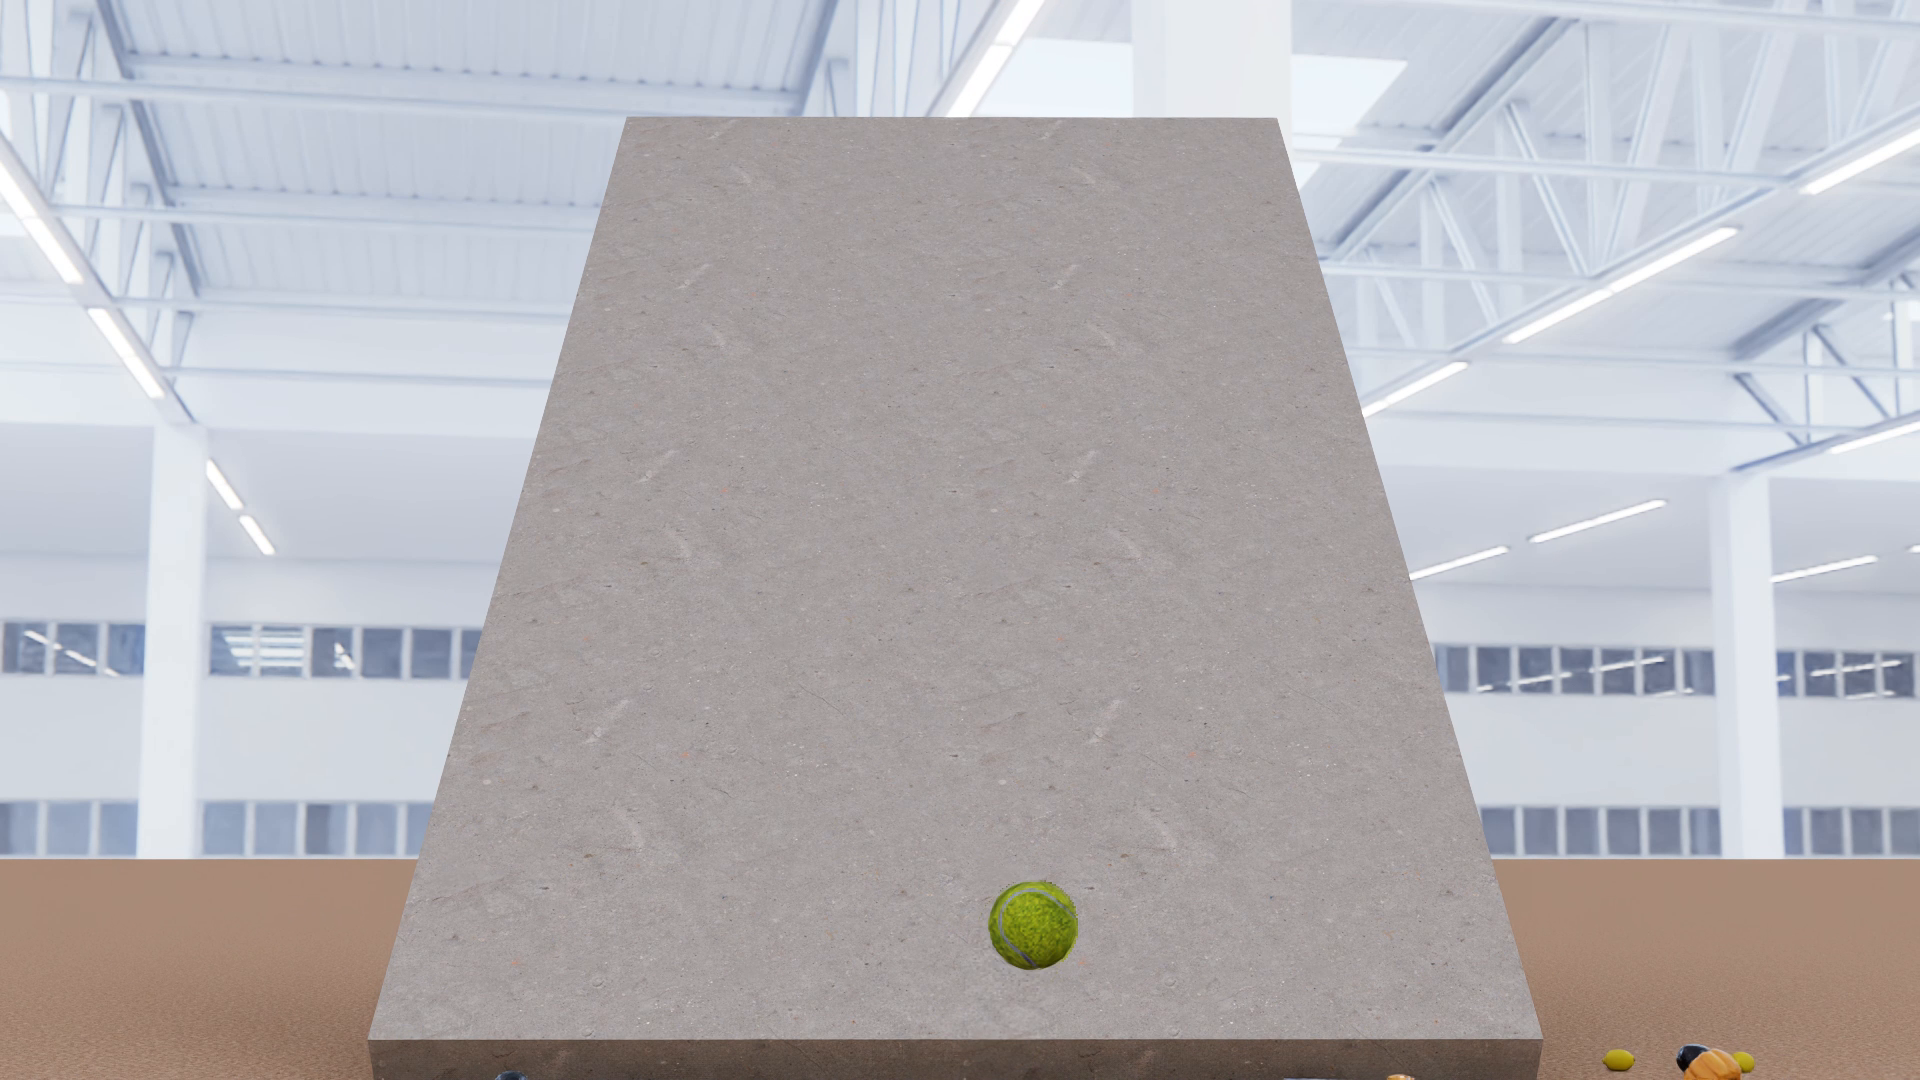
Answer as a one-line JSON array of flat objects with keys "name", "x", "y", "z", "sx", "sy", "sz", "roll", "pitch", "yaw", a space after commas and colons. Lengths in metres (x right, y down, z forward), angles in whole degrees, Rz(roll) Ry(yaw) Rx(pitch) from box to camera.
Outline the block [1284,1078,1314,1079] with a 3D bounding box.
[{"name": "block", "x": 0.468, "y": 0.756, "z": 3.205, "sx": 0.093, "sy": 0.093, "sz": 0.093, "roll": -2, "pitch": -7, "yaw": 12}]

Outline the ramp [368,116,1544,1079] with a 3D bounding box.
[{"name": "ramp", "x": -0.015, "y": -0.184, "z": 5.884, "sx": 2.000, "sy": 0.100, "sz": 4.000, "roll": 0, "pitch": 33, "yaw": 0}]
